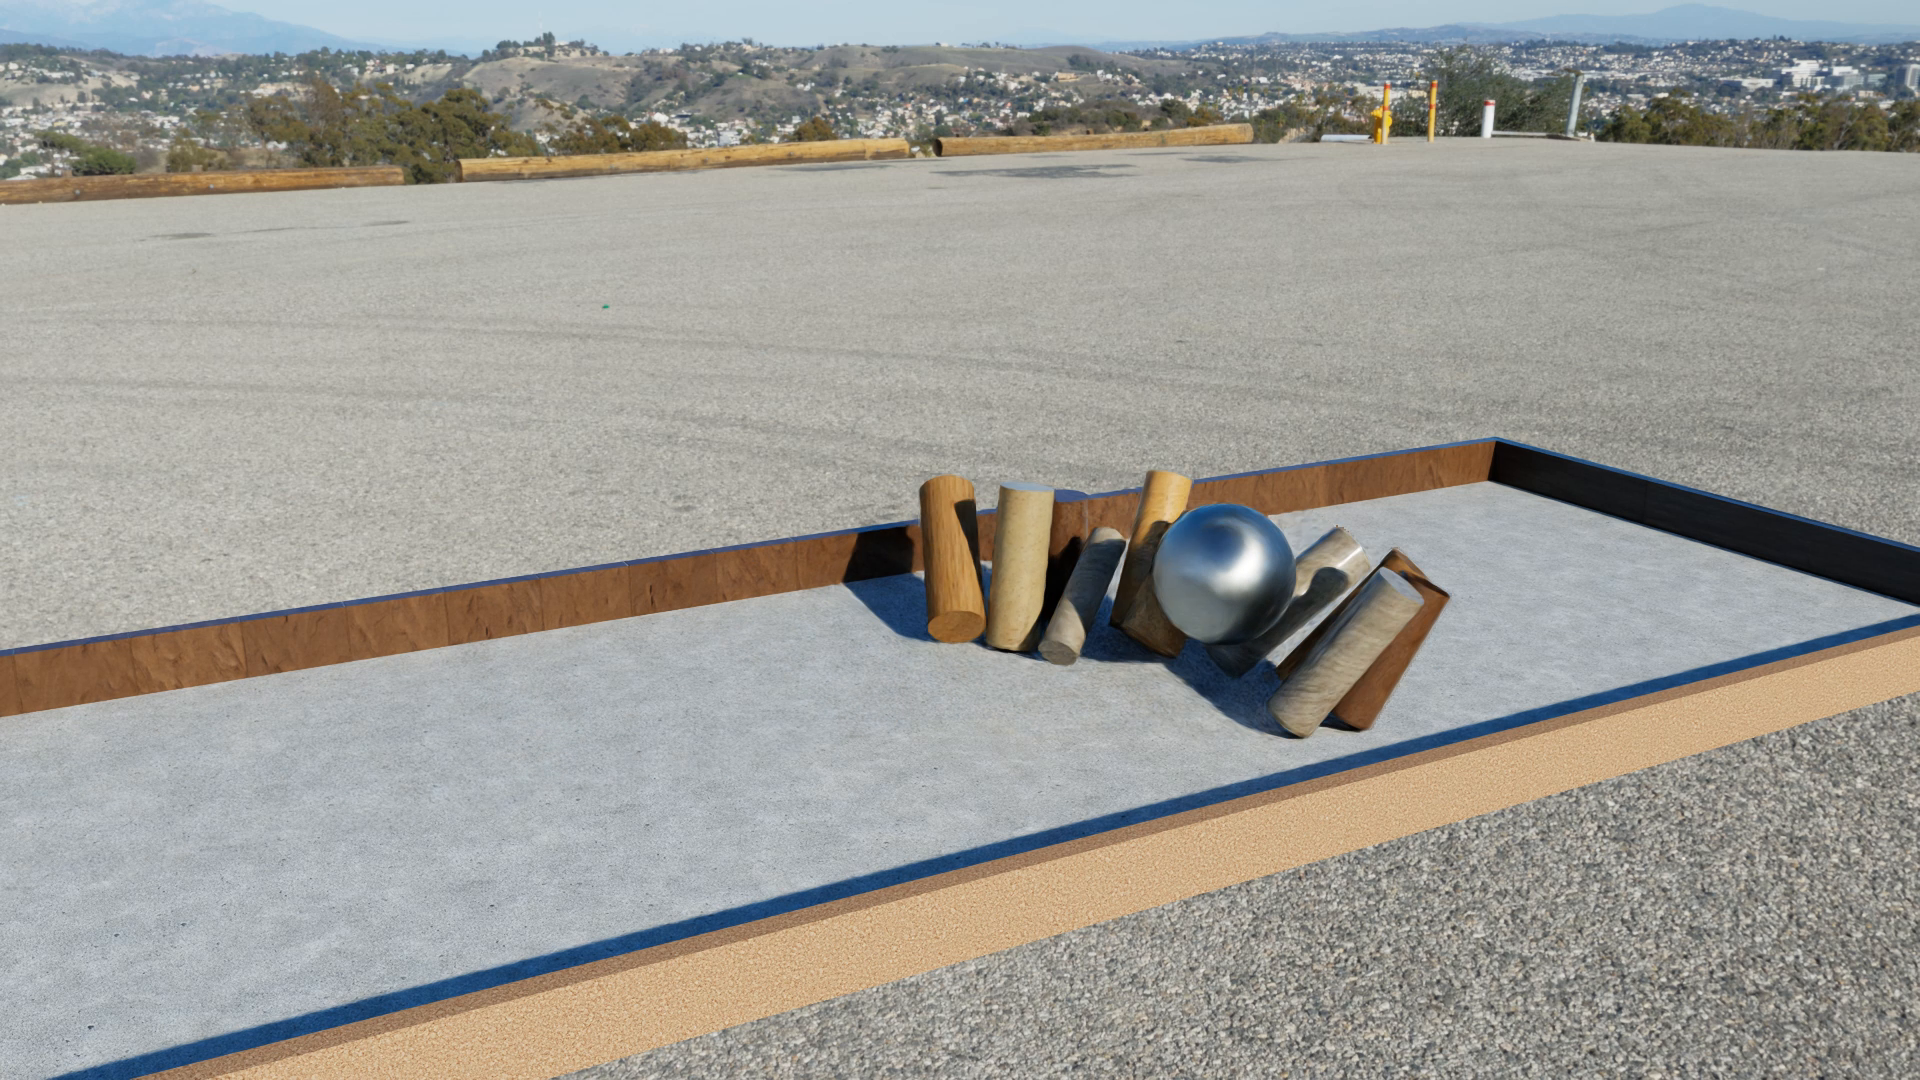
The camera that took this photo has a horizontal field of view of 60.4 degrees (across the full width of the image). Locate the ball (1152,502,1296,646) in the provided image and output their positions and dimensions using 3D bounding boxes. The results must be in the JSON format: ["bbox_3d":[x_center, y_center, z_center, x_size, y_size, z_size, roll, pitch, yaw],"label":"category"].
[{"bbox_3d":[0.637,0.082,3.986,0.345,0.345,0.345,0,16,0],"label":"ball"}]

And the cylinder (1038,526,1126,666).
[{"bbox_3d":[0.324,0.144,4.330,0.103,0.103,0.399,8,51,25],"label":"cylinder"}]

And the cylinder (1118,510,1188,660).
[{"bbox_3d":[0.570,0.117,4.290,0.171,0.347,0.171,29,-10,5],"label":"cylinder"}]

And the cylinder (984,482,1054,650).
[{"bbox_3d":[0.157,0.068,4.346,0.145,0.422,0.145,5,10,-1],"label":"cylinder"}]

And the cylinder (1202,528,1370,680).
[{"bbox_3d":[0.824,0.160,4.179,0.444,0.146,0.146,-37,26,-10],"label":"cylinder"}]

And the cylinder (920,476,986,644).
[{"bbox_3d":[-0.022,0.049,4.488,0.155,0.155,0.453,-1,53,-4],"label":"cylinder"}]

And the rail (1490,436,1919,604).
[{"bbox_3d":[2.466,-0.048,5.253,0.050,0.150,2.100,-9,18,-27],"label":"rail"}]

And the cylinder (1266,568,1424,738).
[{"bbox_3d":[0.871,0.258,3.744,0.125,0.414,0.125,30,23,-14],"label":"cylinder"}]

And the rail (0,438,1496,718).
[{"bbox_3d":[-3.305,0.497,3.399,12.000,0.150,0.050,-9,18,-27],"label":"rail"}]

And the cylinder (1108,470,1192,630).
[{"bbox_3d":[0.515,0.036,4.462,0.126,0.431,0.126,15,-11,3],"label":"cylinder"}]

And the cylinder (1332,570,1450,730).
[{"bbox_3d":[0.984,0.255,3.815,0.125,0.362,0.125,27,13,-7],"label":"cylinder"}]

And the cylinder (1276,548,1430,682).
[{"bbox_3d":[0.940,0.207,3.964,0.113,0.409,0.113,37,17,-14],"label":"cylinder"}]

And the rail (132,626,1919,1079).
[{"bbox_3d":[-2.336,1.006,1.665,12.000,0.150,0.050,-9,18,-27],"label":"rail"}]

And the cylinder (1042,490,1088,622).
[{"bbox_3d":[0.286,0.044,4.591,0.136,0.346,0.136,0,16,0],"label":"cylinder"}]
